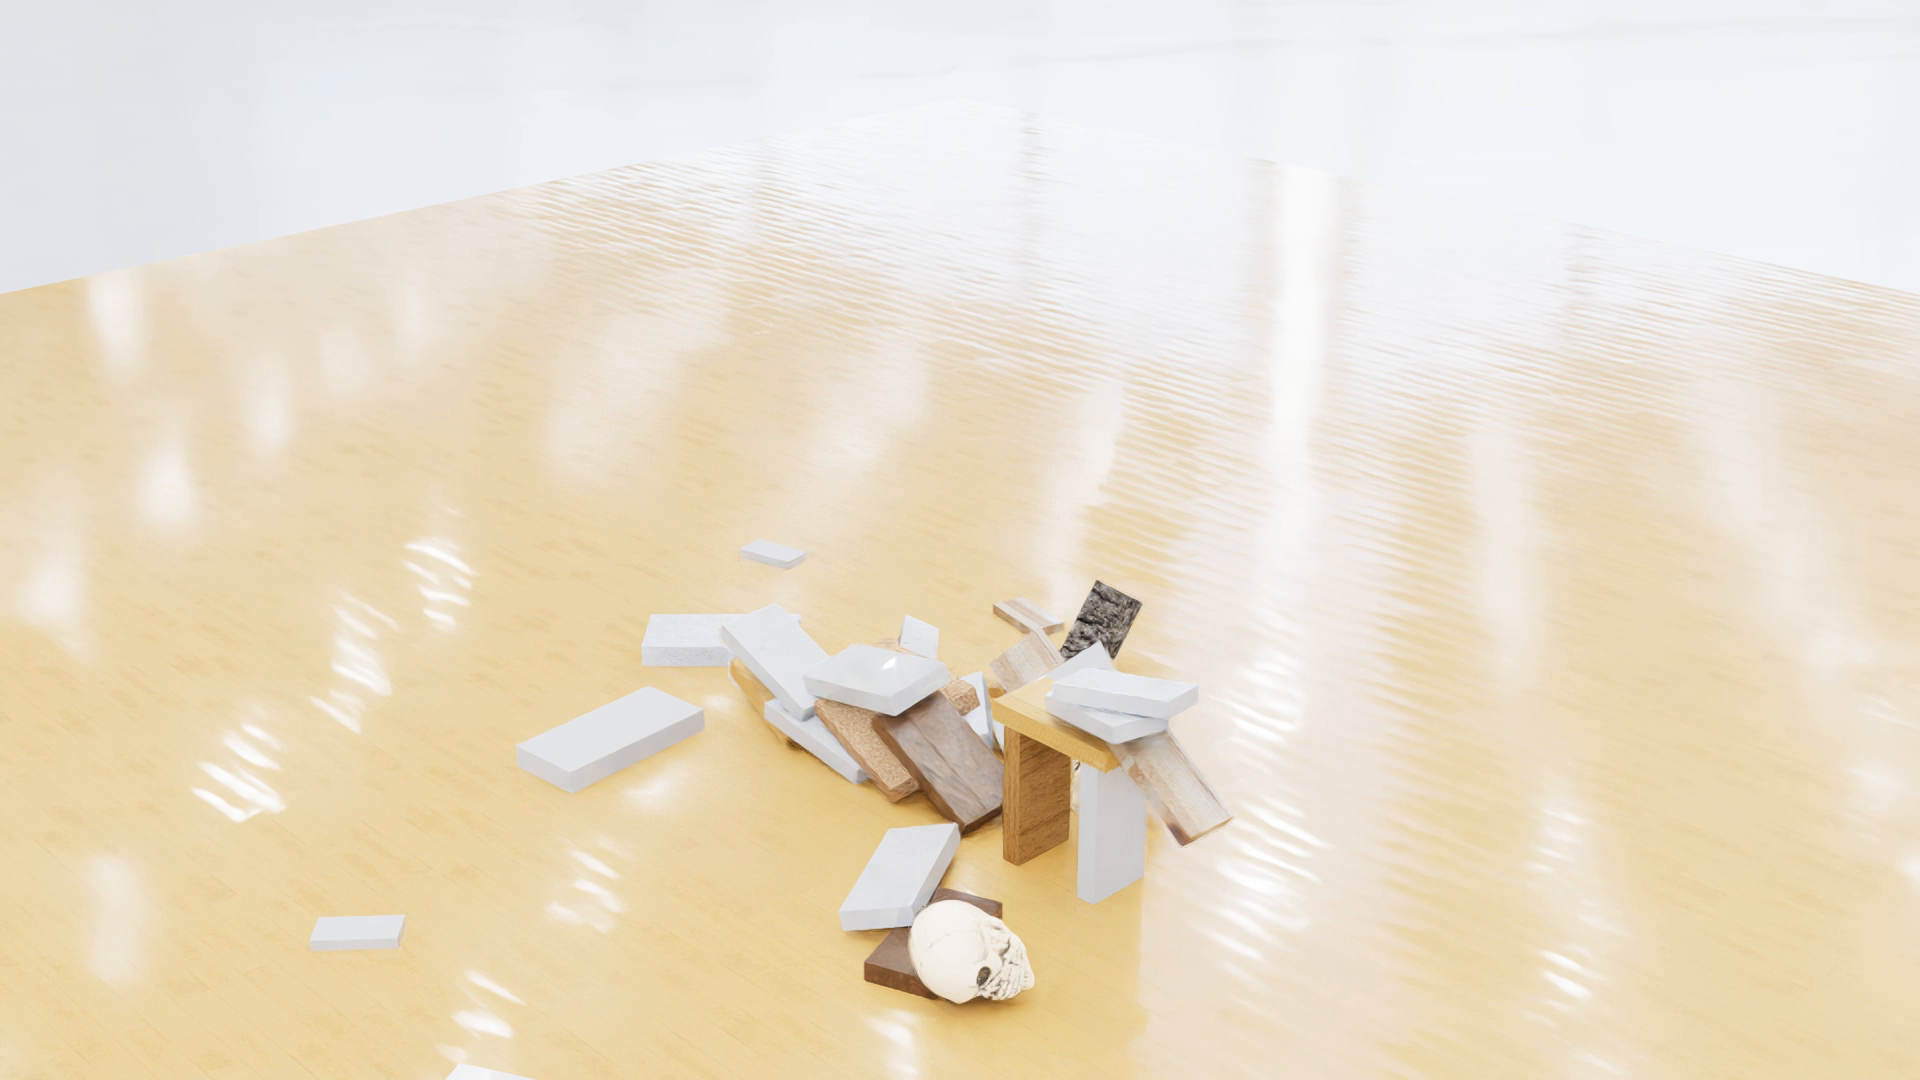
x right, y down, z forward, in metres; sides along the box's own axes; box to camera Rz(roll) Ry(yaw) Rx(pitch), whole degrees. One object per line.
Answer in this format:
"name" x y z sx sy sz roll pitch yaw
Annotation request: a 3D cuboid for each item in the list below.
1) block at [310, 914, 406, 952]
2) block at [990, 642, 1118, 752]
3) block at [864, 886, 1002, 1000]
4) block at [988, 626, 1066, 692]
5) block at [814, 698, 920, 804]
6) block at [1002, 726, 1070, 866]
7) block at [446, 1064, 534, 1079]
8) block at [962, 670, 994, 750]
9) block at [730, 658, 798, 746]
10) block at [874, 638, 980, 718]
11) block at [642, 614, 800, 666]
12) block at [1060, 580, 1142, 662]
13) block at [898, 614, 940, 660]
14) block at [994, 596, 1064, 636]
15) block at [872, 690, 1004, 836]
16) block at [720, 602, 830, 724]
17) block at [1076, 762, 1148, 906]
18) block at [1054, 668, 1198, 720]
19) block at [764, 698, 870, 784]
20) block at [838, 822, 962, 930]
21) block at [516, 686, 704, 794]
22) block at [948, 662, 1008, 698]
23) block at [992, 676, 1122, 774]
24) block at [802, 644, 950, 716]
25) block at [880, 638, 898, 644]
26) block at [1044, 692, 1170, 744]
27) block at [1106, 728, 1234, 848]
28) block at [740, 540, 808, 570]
"block" -1.104 0.721 4.034 0.157 0.022 0.079 -1 23 -3
"block" 0.204 0.342 4.693 0.289 0.041 0.144 -33 29 7
"block" -0.046 0.728 3.994 0.141 0.040 0.283 11 25 23
"block" 0.179 0.316 4.828 0.144 0.041 0.289 -37 35 1
"block" -0.159 0.405 4.579 0.153 0.043 0.307 -27 46 -20
"block" 0.150 0.474 4.270 0.146 0.292 0.041 -21 31 -41
"block" -0.769 0.904 3.602 0.158 0.022 0.079 7 24 17
"block" -0.008 0.387 4.735 0.144 0.041 0.289 -20 22 6
"block" -0.379 0.341 4.846 0.146 0.041 0.292 -12 35 -27
"block" -0.131 0.330 4.798 0.177 0.050 0.354 -32 31 -23
"block" -0.556 0.234 5.146 0.354 0.050 0.177 0 23 0
"block" 0.287 0.239 4.853 0.040 0.283 0.141 27 1 -32
"block" -0.097 0.237 5.126 0.088 0.025 0.176 24 22 -7
"block" 0.164 0.187 5.289 0.088 0.025 0.176 -14 27 -29
"block" -0.025 0.443 4.455 0.153 0.043 0.307 -27 61 -29
"block" -0.372 0.263 4.758 0.146 0.041 0.292 -23 53 -36
"block" 0.288 0.527 4.143 0.041 0.292 0.146 22 31 41
"block" 0.302 0.278 4.006 0.237 0.034 0.118 7 15 33
"block" -0.264 0.405 4.679 0.146 0.041 0.293 -25 43 -38
"block" -0.110 0.633 4.155 0.141 0.040 0.335 -8 17 18
"block" -0.745 0.422 4.701 0.177 0.050 0.370 19 29 37
"block" 0.054 0.320 4.975 0.176 0.025 0.088 9 25 21
"block" 0.216 0.345 4.145 0.146 0.041 0.292 -21 30 -40
"block" -0.177 0.288 4.584 0.153 0.043 0.307 -30 23 -33
"block" -0.151 0.284 5.063 0.078 0.022 0.231 1 23 1
"block" 0.268 0.313 4.030 0.118 0.034 0.237 -13 17 -26
"block" 0.381 0.434 3.990 0.118 0.034 0.237 -19 64 -39
"block" -0.479 0.037 5.646 0.157 0.022 0.078 14 27 30
